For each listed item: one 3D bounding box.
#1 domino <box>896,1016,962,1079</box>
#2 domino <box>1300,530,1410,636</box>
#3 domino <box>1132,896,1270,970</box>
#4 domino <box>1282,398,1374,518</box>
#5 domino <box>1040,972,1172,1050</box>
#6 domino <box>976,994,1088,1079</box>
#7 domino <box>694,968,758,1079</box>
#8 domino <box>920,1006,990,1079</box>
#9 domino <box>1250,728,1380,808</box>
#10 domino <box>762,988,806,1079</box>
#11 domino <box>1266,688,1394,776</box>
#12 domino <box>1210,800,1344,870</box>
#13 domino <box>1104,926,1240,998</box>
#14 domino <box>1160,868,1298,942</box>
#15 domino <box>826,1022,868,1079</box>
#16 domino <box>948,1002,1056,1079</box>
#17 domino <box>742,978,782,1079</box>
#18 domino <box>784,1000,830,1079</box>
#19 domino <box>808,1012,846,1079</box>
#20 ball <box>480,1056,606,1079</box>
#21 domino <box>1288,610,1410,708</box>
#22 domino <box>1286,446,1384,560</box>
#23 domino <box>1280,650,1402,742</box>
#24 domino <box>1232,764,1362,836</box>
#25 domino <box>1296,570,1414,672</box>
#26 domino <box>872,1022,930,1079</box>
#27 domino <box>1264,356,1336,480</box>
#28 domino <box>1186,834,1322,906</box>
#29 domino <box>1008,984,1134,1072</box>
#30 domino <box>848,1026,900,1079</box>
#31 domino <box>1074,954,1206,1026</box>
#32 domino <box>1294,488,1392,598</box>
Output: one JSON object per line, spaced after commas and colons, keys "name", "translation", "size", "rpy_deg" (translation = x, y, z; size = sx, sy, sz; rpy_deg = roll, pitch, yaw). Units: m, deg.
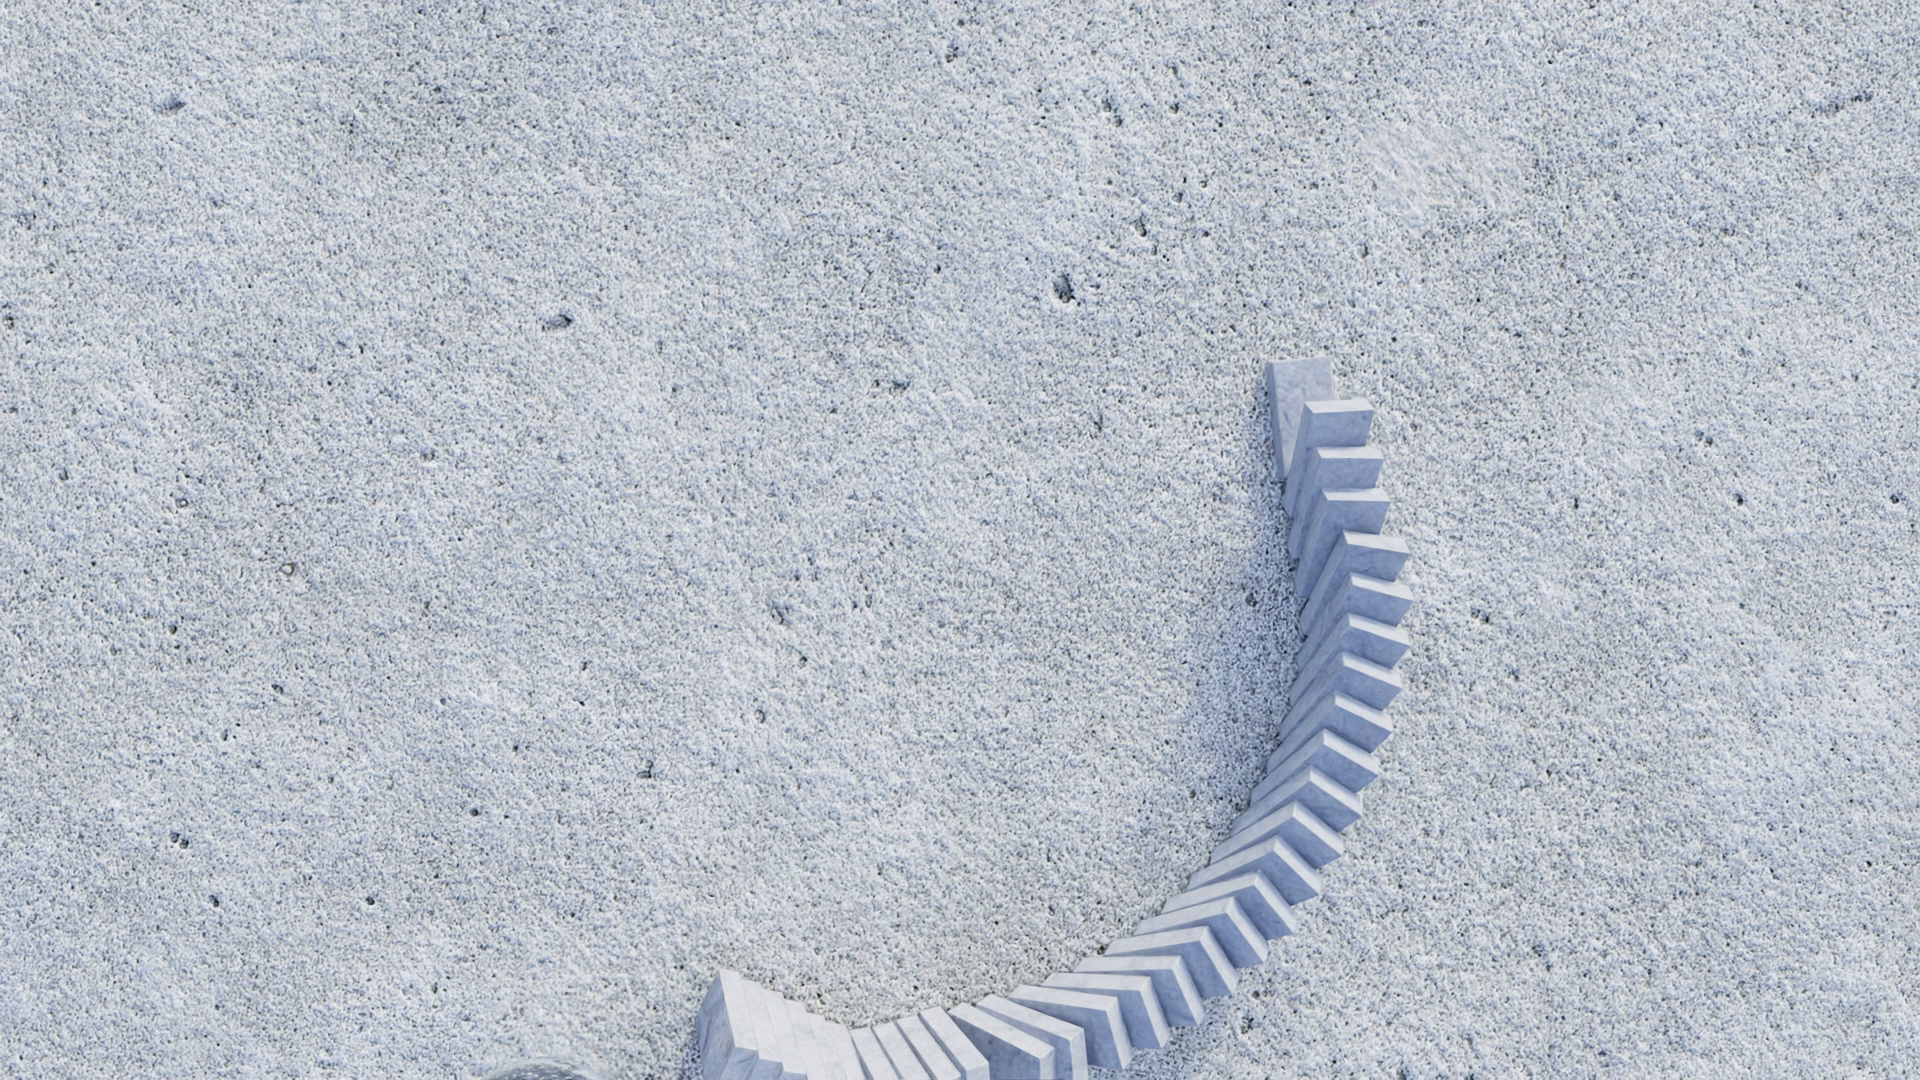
{"name": "domino", "translation": [-0.013, 0.220, 0.375], "size": [0.009, 0.050, 0.025], "rpy_deg": [-1, 90, -24]}
{"name": "domino", "translation": [0.163, 0.020, 0.381], "size": [0.025, 0.009, 0.050], "rpy_deg": [9, 127, 0]}
{"name": "domino", "translation": [0.099, 0.167, 0.381], "size": [0.050, 0.009, 0.025], "rpy_deg": [-36, 90, 39]}
{"name": "domino", "translation": [0.152, -0.033, 0.381], "size": [0.025, 0.010, 0.050], "rpy_deg": [-3, 126, -2]}
{"name": "domino", "translation": [0.060, 0.195, 0.381], "size": [0.050, 0.009, 0.025], "rpy_deg": [-20, 90, 39]}
{"name": "domino", "translation": [0.029, 0.209, 0.379], "size": [0.050, 0.009, 0.025], "rpy_deg": [-5, 91, 43]}
{"name": "domino", "translation": [-0.096, 0.202, 0.375], "size": [0.010, 0.050, 0.025], "rpy_deg": [25, 90, -24]}
{"name": "domino", "translation": [-0.002, 0.215, 0.375], "size": [0.010, 0.050, 0.025], "rpy_deg": [-4, 90, -24]}
{"name": "domino", "translation": [0.146, 0.101, 0.381], "size": [0.025, 0.010, 0.050], "rpy_deg": [30, 129, 0]}
{"name": "domino", "translation": [-0.078, 0.211, 0.375], "size": [0.009, 0.050, 0.025], "rpy_deg": [25, 90, -24]}
{"name": "domino", "translation": [0.153, 0.086, 0.381], "size": [0.025, 0.009, 0.050], "rpy_deg": [26, 127, 0]}
{"name": "domino", "translation": [0.131, 0.130, 0.381], "size": [0.025, 0.010, 0.050], "rpy_deg": [39, 129, 0]}
{"name": "domino", "translation": [0.087, 0.177, 0.381], "size": [0.050, 0.010, 0.025], "rpy_deg": [-31, 90, 39]}
{"name": "domino", "translation": [0.111, 0.156, 0.381], "size": [0.025, 0.010, 0.050], "rpy_deg": [51, 129, 0]}
{"name": "domino", "translation": [-0.050, 0.226, 0.375], "size": [0.009, 0.050, 0.025], "rpy_deg": [25, 90, -24]}
{"name": "domino", "translation": [0.017, 0.214, 0.379], "size": [0.050, 0.009, 0.025], "rpy_deg": [1, 95, 43]}
{"name": "domino", "translation": [-0.087, 0.207, 0.375], "size": [0.009, 0.050, 0.025], "rpy_deg": [25, 90, -24]}
{"name": "domino", "translation": [-0.068, 0.216, 0.375], "size": [0.010, 0.050, 0.025], "rpy_deg": [25, 90, -24]}
{"name": "domino", "translation": [-0.059, 0.221, 0.375], "size": [0.010, 0.050, 0.025], "rpy_deg": [25, 90, -24]}
{"name": "ball", "translation": [-0.171, 0.249, 0.360], "size": [0.080, 0.080, 0.080], "rpy_deg": [0, 90, 0]}
{"name": "domino", "translation": [0.161, 0.054, 0.381], "size": [0.025, 0.010, 0.050], "rpy_deg": [19, 127, 0]}
{"name": "domino", "translation": [0.155, -0.015, 0.382], "size": [0.025, 0.010, 0.050], "rpy_deg": [1, 125, -1]}
{"name": "domino", "translation": [0.157, 0.070, 0.381], "size": [0.025, 0.009, 0.050], "rpy_deg": [22, 127, 0]}
{"name": "domino", "translation": [0.139, 0.116, 0.381], "size": [0.025, 0.010, 0.050], "rpy_deg": [34, 129, 0]}
{"name": "domino", "translation": [0.163, 0.037, 0.381], "size": [0.025, 0.010, 0.050], "rpy_deg": [15, 127, 0]}
{"name": "domino", "translation": [-0.024, 0.223, 0.375], "size": [0.009, 0.050, 0.025], "rpy_deg": [0, 90, -23]}
{"name": "domino", "translation": [0.148, -0.053, 0.395], "size": [0.025, 0.010, 0.050], "rpy_deg": [-7, 90, 0]}
{"name": "domino", "translation": [0.121, 0.143, 0.381], "size": [0.025, 0.009, 0.050], "rpy_deg": [44, 129, 0]}
{"name": "domino", "translation": [0.045, 0.202, 0.381], "size": [0.050, 0.009, 0.025], "rpy_deg": [-16, 90, 39]}
{"name": "domino", "translation": [-0.035, 0.225, 0.375], "size": [0.009, 0.050, 0.025], "rpy_deg": [3, 90, -23]}
{"name": "domino", "translation": [0.074, 0.187, 0.381], "size": [0.050, 0.009, 0.025], "rpy_deg": [-24, 90, 39]}
{"name": "domino", "translation": [0.158, 0.002, 0.382], "size": [0.025, 0.010, 0.050], "rpy_deg": [1, 125, 0]}
